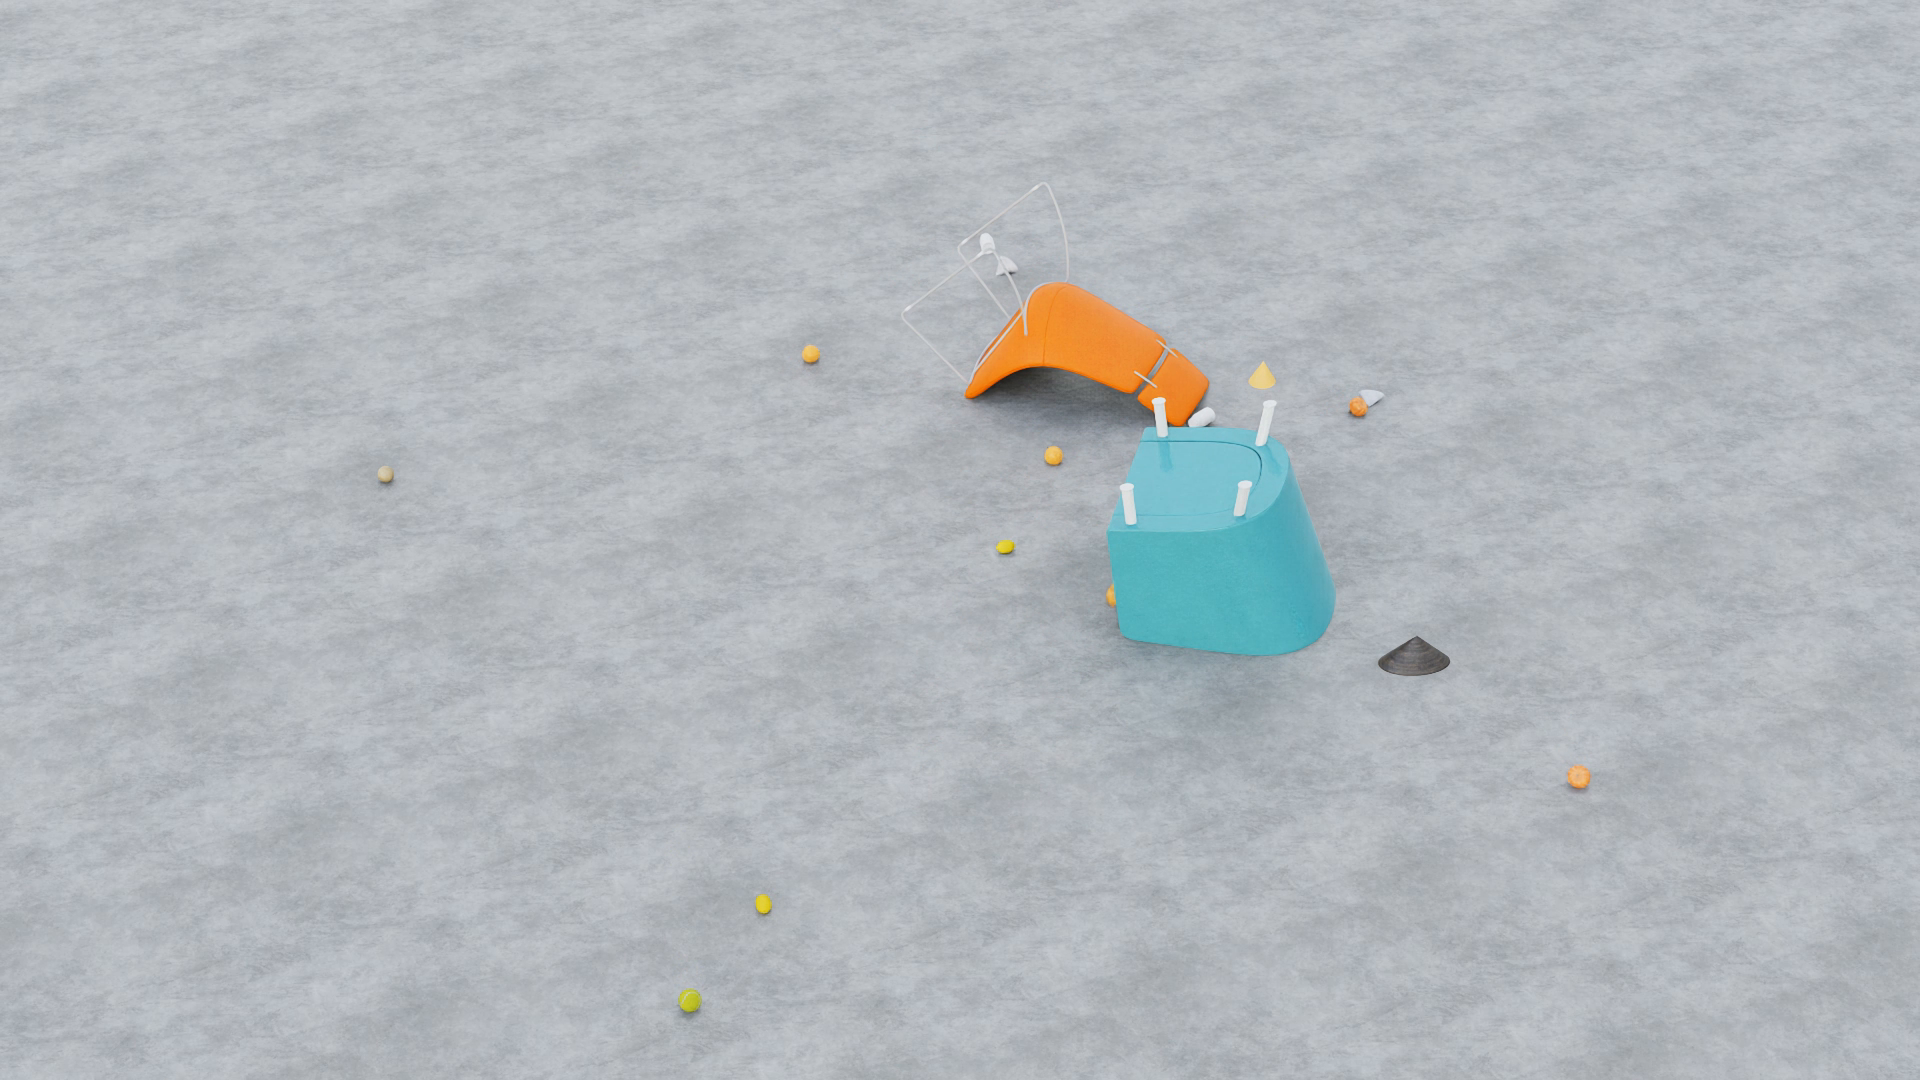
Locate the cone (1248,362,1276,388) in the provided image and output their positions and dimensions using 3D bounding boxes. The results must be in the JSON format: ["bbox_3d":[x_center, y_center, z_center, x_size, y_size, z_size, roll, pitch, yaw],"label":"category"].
[{"bbox_3d":[1.229,-0.686,11.900,0.109,0.094,0.128,11,35,16],"label":"cone"}]

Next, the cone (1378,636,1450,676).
[{"bbox_3d":[1.594,0.381,10.263,0.258,0.114,0.164,-5,34,-8],"label":"cone"}]

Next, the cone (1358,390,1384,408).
[{"bbox_3d":[1.647,-0.559,11.768,0.107,0.058,0.065,6,58,17],"label":"cone"}]

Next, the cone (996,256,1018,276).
[{"bbox_3d":[0.183,-1.170,12.690,0.087,0.072,0.107,-43,56,-16],"label":"cone"}]

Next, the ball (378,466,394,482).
[{"bbox_3d":[-2.207,-0.254,11.271,0.064,0.064,0.064,0,33,0],"label":"ball"}]
